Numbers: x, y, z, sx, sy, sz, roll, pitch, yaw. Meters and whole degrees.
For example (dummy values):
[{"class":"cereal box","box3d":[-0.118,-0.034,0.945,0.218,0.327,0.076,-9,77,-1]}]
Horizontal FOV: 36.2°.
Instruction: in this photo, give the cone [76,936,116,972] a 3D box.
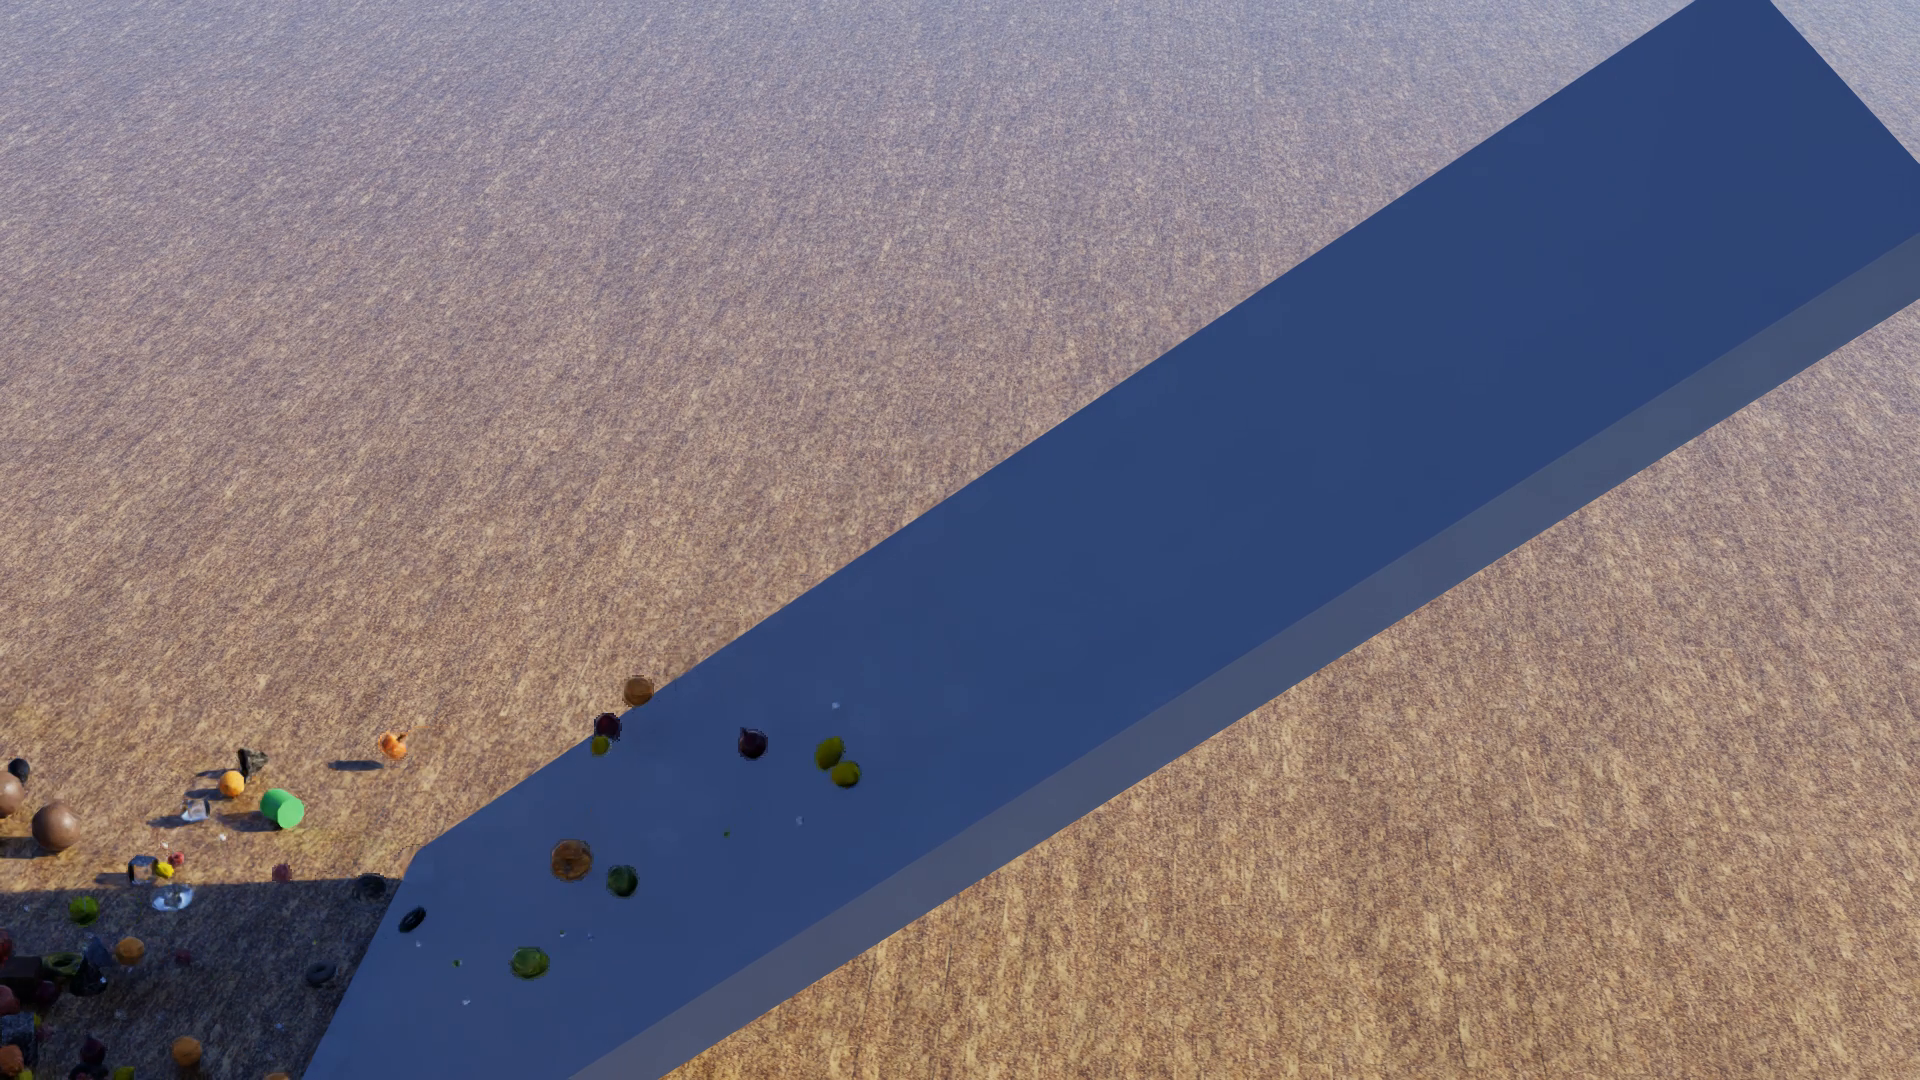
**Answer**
[{"class":"cone","box3d":[-2.163,1.046,7.317,0.092,0.092,0.092,-35,34,-16]}]

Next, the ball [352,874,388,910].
[{"class":"ball","box3d":[-1.511,0.903,7.535,0.093,0.093,0.093,0,22,0]}]

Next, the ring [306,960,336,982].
[{"class":"ring","box3d":[-1.592,1.075,7.323,0.075,0.025,0.075,-10,27,5]}]

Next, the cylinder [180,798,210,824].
[{"class":"cylinder","box3d":[-2.103,0.744,8.095,0.060,0.060,0.060,-12,24,-37]}]

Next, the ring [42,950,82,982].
[{"class":"ring","box3d":[-2.238,1.065,7.341,0.117,0.039,0.117,1,23,0]}]

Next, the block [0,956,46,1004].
[{"class":"block","box3d":[-2.304,1.082,7.230,0.080,0.080,0.080,0,30,-1]}]

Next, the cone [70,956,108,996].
[{"class":"cone","box3d":[-2.155,1.064,7.261,0.091,0.091,0.091,1,27,-1]}]

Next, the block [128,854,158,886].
[{"class":"block","box3d":[-2.163,0.874,7.787,0.056,0.056,0.056,5,23,11]}]

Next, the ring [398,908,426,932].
[{"class":"ring","box3d":[-1.343,0.931,7.205,0.079,0.026,0.079,-35,14,10]}]

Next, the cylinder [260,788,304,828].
[{"class":"cylinder","box3d":[-1.864,0.737,8.086,0.086,0.086,0.086,-20,29,-40]}]

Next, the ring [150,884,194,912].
[{"class":"ring","box3d":[-2.055,0.932,7.671,0.111,0.037,0.111,-1,21,1]}]

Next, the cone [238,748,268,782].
[{"class":"cone","box3d":[-2.015,0.653,8.342,0.090,0.090,0.090,3,55,7]}]

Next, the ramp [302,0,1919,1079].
[{"class":"ramp","box3d":[0.132,0.177,6.315,4.000,0.100,2.000,-33,16,16]}]

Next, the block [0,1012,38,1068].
[{"class":"block","box3d":[-2.238,1.186,6.976,0.088,0.088,0.088,-7,23,-16]}]
